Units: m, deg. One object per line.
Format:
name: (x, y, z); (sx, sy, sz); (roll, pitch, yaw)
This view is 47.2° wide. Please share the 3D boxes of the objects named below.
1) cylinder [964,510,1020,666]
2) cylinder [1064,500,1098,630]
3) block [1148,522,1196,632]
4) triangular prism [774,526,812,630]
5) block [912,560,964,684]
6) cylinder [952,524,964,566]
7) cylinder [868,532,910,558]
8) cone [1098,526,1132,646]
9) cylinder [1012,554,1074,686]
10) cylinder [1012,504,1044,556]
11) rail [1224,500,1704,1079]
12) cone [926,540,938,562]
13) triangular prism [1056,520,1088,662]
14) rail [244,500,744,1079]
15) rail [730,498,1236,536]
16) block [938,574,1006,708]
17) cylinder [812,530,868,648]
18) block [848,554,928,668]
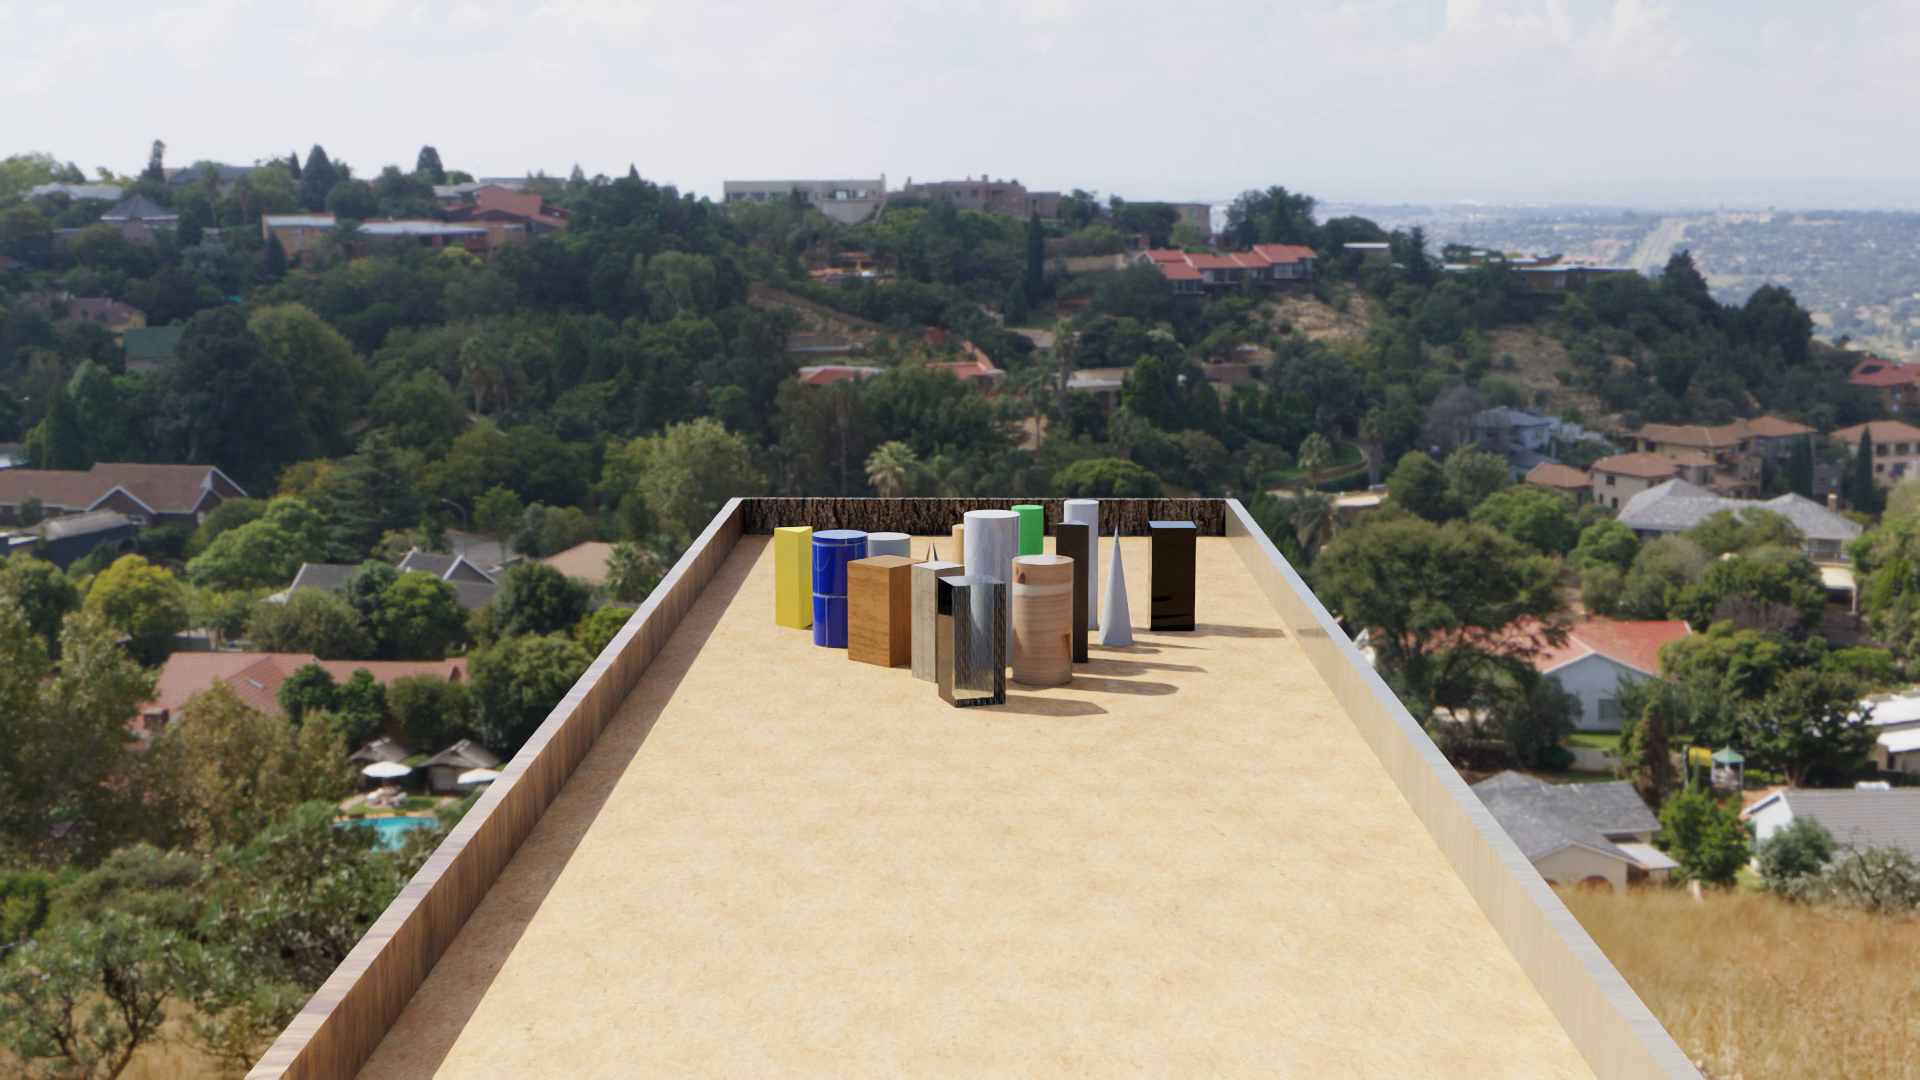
cylinder: (0.096, 0.144, 6.662); (0.169, 0.450, 0.169); (0, 9, 0)
cylinder: (0.395, 0.080, 7.189); (0.113, 0.412, 0.113); (0, 9, 0)
block: (0.691, 0.117, 7.186); (0.143, 0.340, 0.143); (0, 9, 0)
triangular prism: (-0.526, 0.121, 7.223); (0.107, 0.321, 0.124); (-9, 13, -44)
block: (-0.064, 0.239, 6.431); (0.111, 0.335, 0.111); (-7, 11, -38)
cylinder: (0.045, 0.122, 7.171); (0.138, 0.335, 0.138); (0, 9, 0)
cylinder: (-0.243, 0.136, 7.189); (0.164, 0.301, 0.164); (0, 9, 0)
cone: (0.492, 0.135, 6.938); (0.113, 0.382, 0.113); (0, 9, 0)
cylinder: (0.240, 0.233, 6.400); (0.177, 0.357, 0.177); (0, 9, 0)
cylinder: (0.212, 0.110, 6.935); (0.100, 0.432, 0.100); (0, 9, 0)
rail: (1.046, 0.843, 3.208); (0.050, 0.150, 12.000); (0, 9, 1)
cone: (-0.088, 0.155, 6.955); (0.177, 0.338, 0.177); (0, 9, 0)
triangular prism: (0.347, 0.155, 6.678); (0.099, 0.423, 0.086); (2, 9, 13)
rail: (-1.004, 0.839, 3.234); (0.050, 0.150, 12.000); (0, 9, 1)
rail: (0.099, -0.098, 9.147); (2.100, 0.150, 0.050); (0, 9, 1)
block: (0.032, 0.281, 6.146); (0.149, 0.342, 0.149); (-3, 9, -18)
cylinder: (-0.377, 0.153, 6.932); (0.177, 0.348, 0.177); (0, 9, 0)
block: (-0.218, 0.214, 6.687); (0.175, 0.304, 0.175); (8, 12, 41)
